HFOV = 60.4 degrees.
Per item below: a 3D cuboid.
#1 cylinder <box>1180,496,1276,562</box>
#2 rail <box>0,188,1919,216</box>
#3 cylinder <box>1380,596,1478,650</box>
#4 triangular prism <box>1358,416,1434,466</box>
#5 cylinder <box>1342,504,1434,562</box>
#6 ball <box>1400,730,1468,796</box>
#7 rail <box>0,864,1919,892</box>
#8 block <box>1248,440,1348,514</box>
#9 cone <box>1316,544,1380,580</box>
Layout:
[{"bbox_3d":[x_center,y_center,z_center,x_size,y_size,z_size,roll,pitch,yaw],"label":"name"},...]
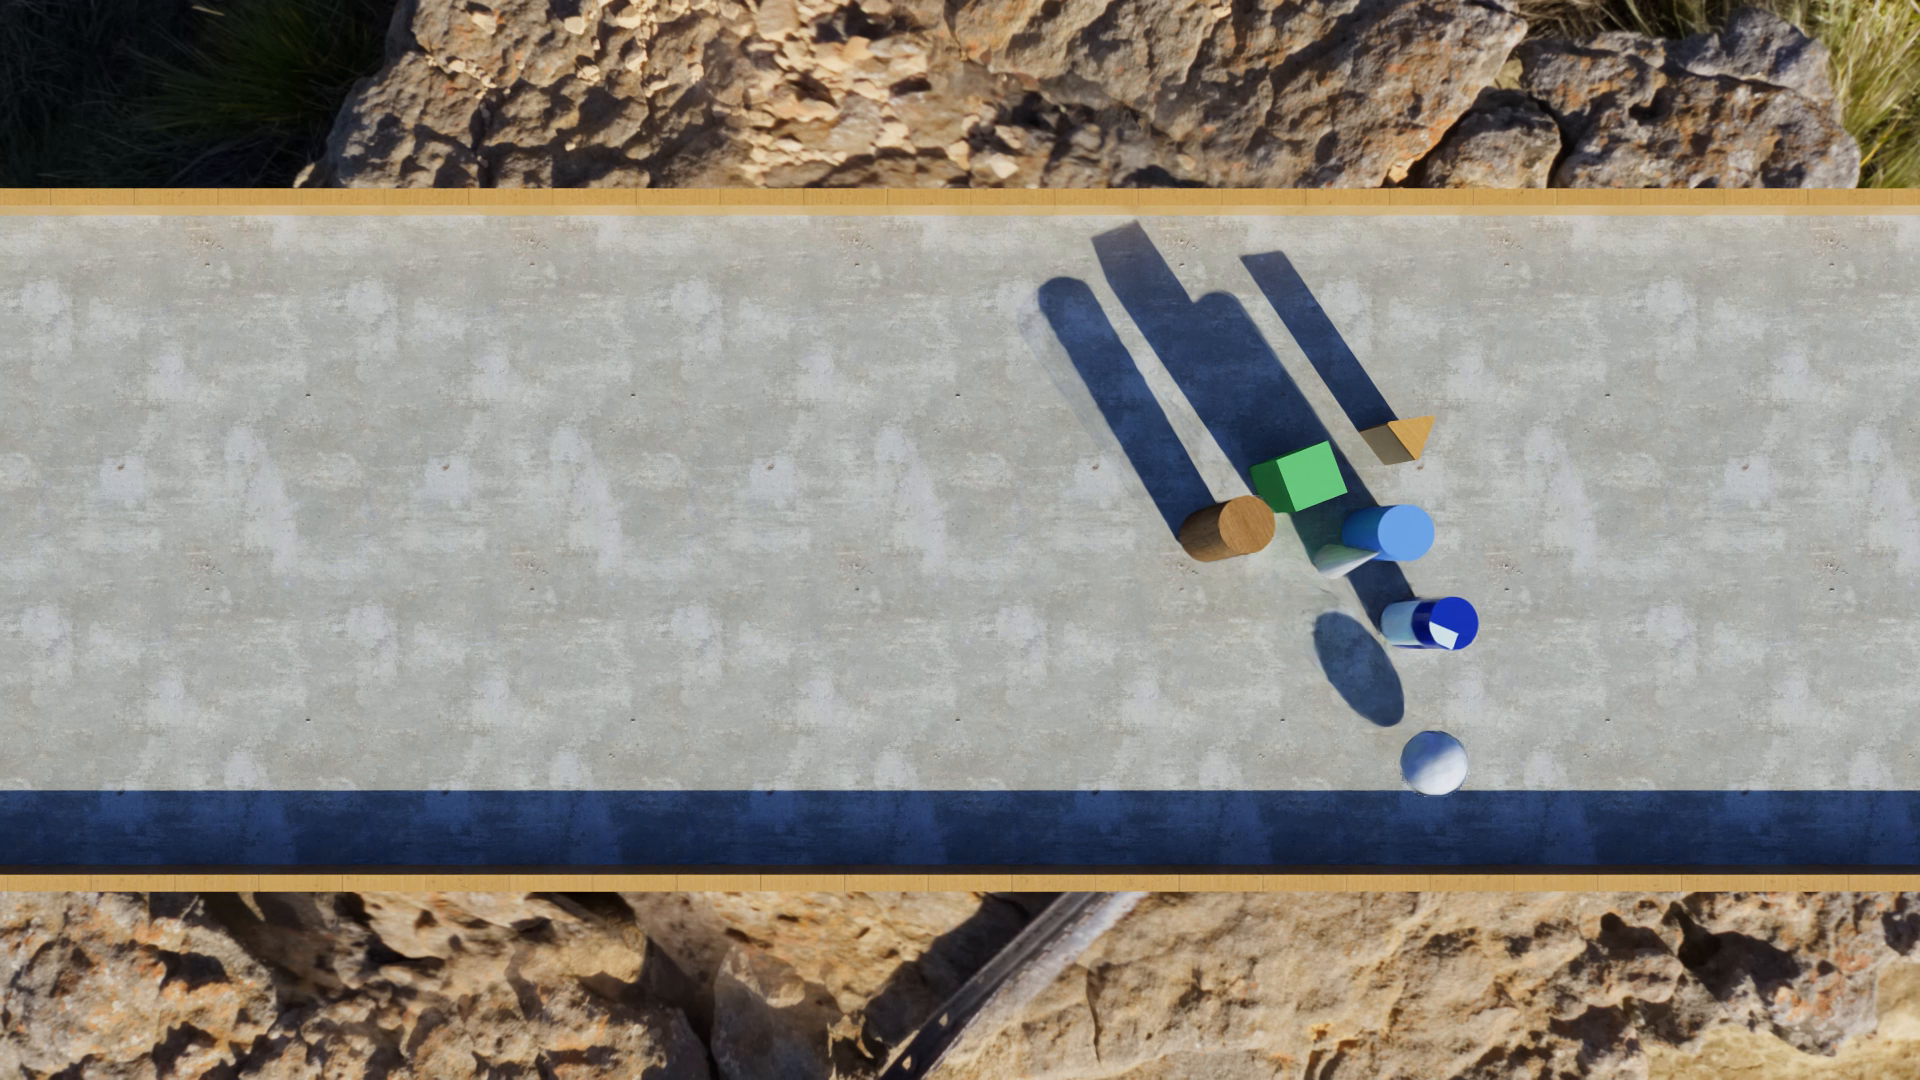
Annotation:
[{"bbox_3d":[0.780,-0.028,4.846,0.164,0.444,0.164,0,86,-6],"label":"cylinder"},{"bbox_3d":[-2.247,-1.025,5.002,12.000,0.150,0.050,0,90,0],"label":"rail"},{"bbox_3d":[1.393,0.248,4.909,0.155,0.309,0.155,1,87,-12],"label":"cylinder"},{"bbox_3d":[1.315,-0.318,4.903,0.117,0.348,0.136,-38,90,0],"label":"triangular prism"},{"bbox_3d":[1.254,-0.019,4.858,0.161,0.435,0.161,0,90,0],"label":"cylinder"},{"bbox_3d":[1.410,0.662,4.904,0.194,0.194,0.194,0,90,0],"label":"ball"},{"bbox_3d":[-2.247,1.025,5.001,12.000,0.150,0.050,0,90,0],"label":"rail"},{"bbox_3d":[0.985,-0.179,4.847,0.154,0.460,0.154,-21,90,0],"label":"block"},{"bbox_3d":[1.167,0.050,4.864,0.108,0.415,0.108,1,85,-7],"label":"cone"}]
